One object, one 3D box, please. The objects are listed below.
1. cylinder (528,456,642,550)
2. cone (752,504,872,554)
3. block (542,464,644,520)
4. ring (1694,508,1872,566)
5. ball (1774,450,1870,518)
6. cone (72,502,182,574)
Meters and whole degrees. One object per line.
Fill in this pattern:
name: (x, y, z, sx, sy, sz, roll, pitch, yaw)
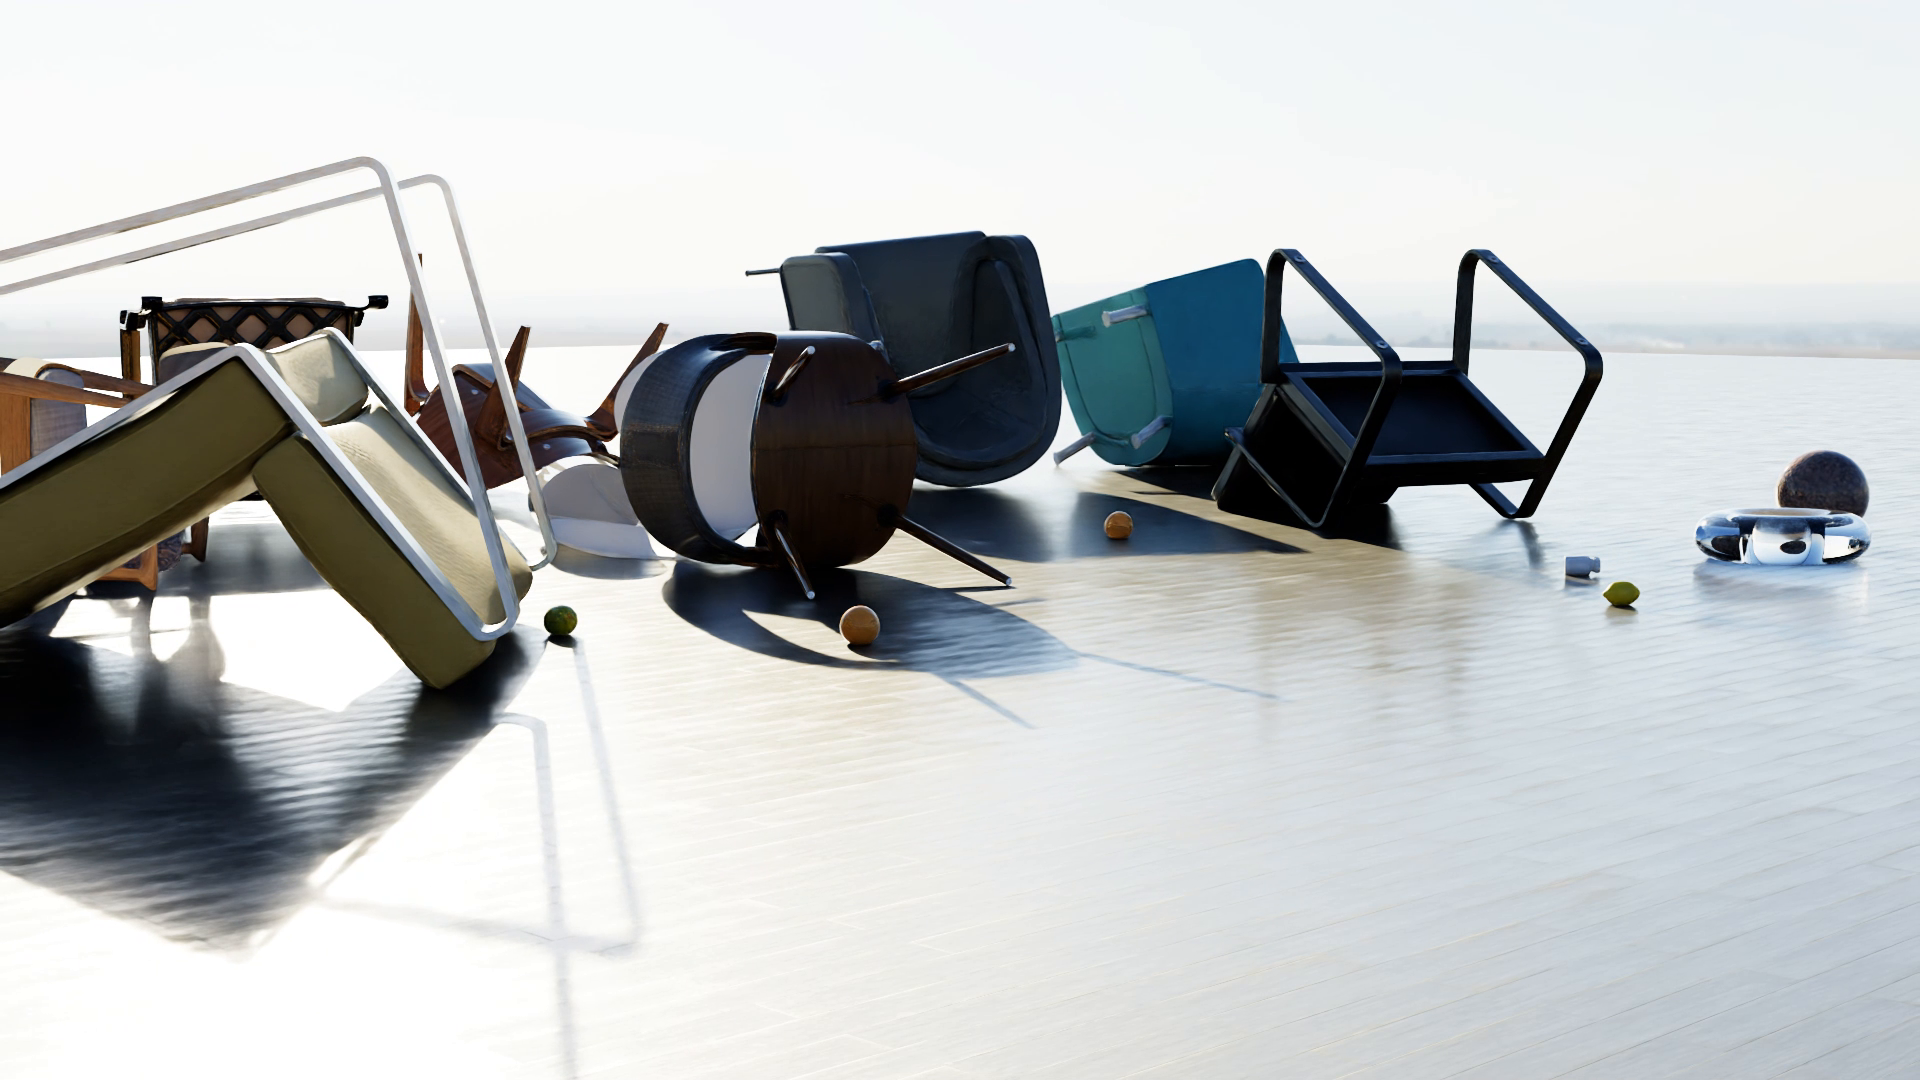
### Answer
cylinder: (-0.919, -0.092, 6.276, 0.255, 0.211, 0.253, -7, 7, -14)
cone: (-0.343, 0.002, 6.094, 0.277, 0.123, 0.297, 12, 2, -4)
block: (-0.992, -0.126, 6.940, 0.229, 0.143, 0.174, -3, 7, -26)
ring: (1.912, -0.010, 5.968, 0.397, 0.113, 0.370, 0, 5, 11)
ball: (2.153, -0.113, 6.406, 0.227, 0.227, 0.227, 0, 6, 0)
cone: (-1.906, 0.031, 5.723, 0.223, 0.172, 0.242, -21, -10, 28)
